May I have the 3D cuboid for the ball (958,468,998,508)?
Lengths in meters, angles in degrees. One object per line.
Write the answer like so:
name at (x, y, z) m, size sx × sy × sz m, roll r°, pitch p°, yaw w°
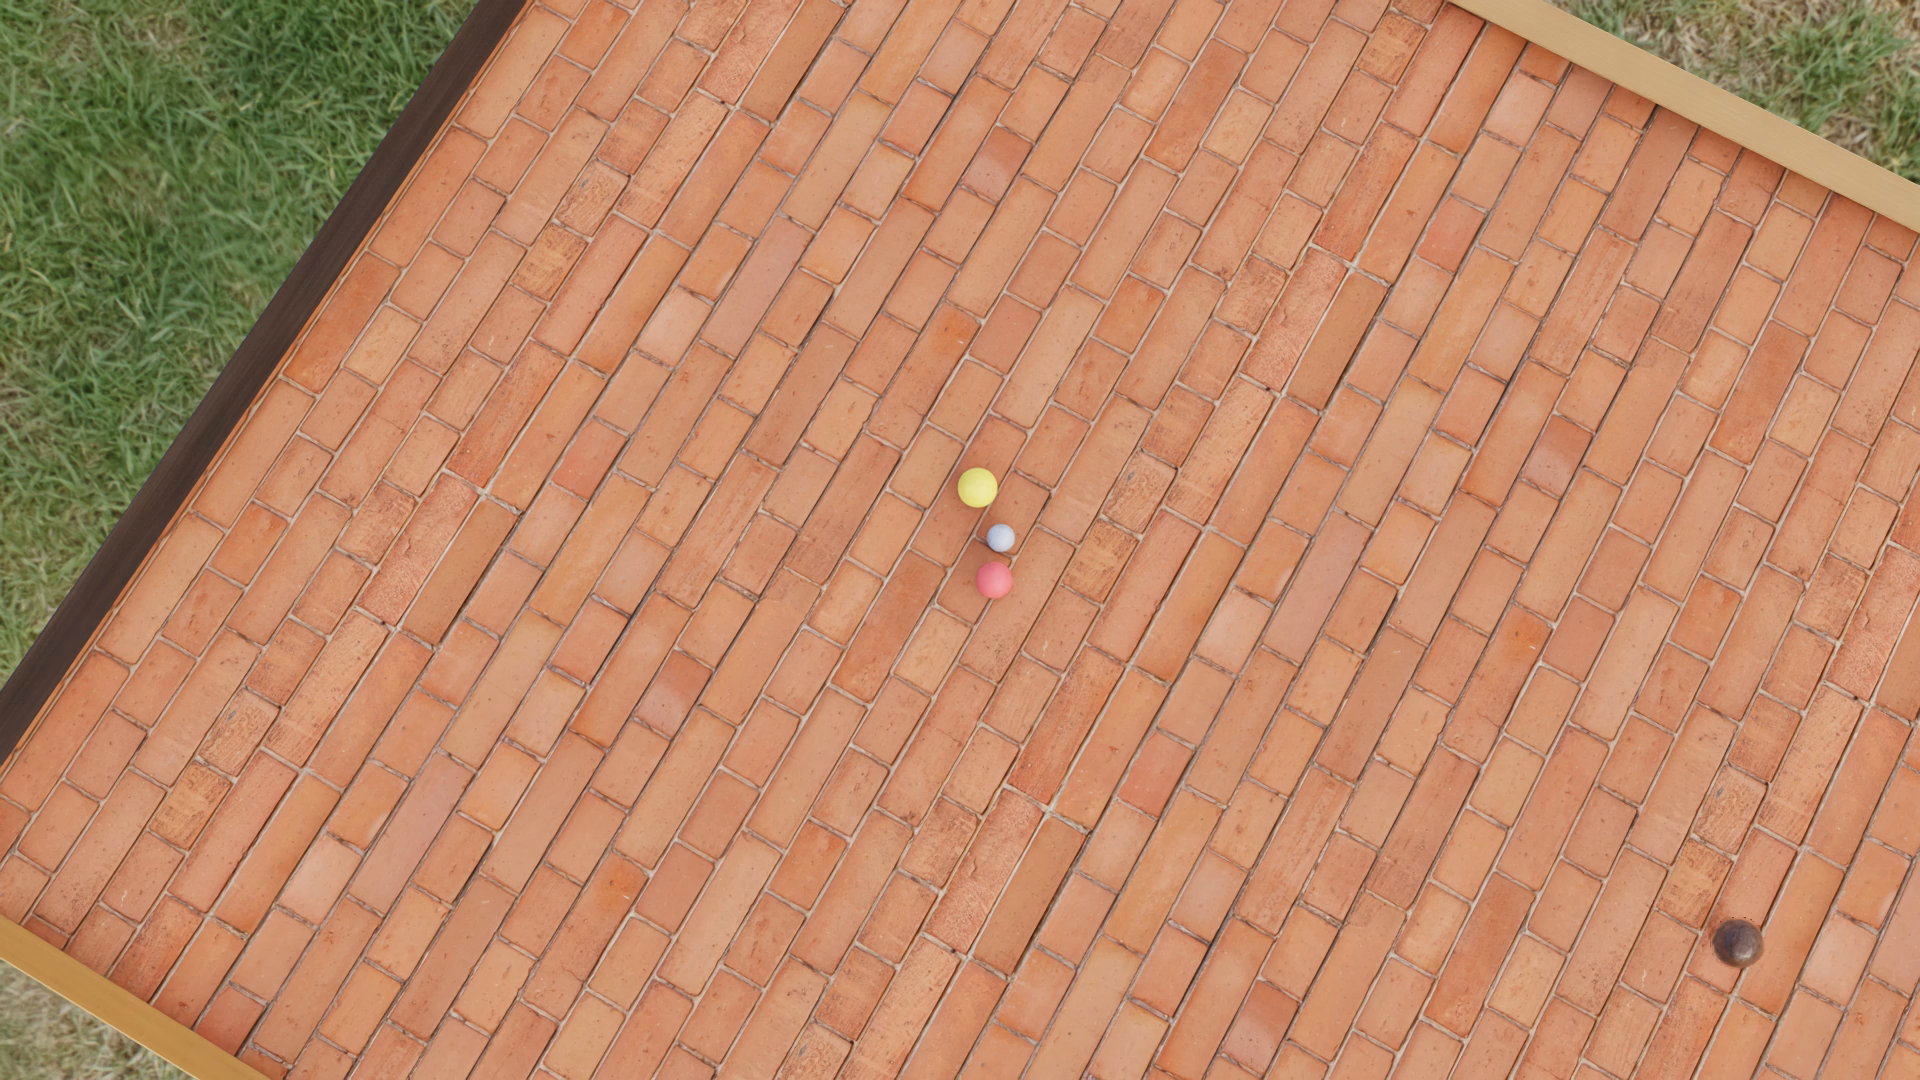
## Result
ball at (0.027, -0.081, 3.378) m, size 0.062 × 0.062 × 0.062 m, roll 0°, pitch 75°, yaw 0°

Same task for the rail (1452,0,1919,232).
rail at (1.555, -0.489, 3.472) m, size 4.422 × 0.092 × 0.045 m, roll 29°, pitch 77°, yaw 7°

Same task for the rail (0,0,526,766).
rail at (-0.941, -0.520, 3.481) m, size 0.045 × 0.092 × 2.453 m, roll 29°, pitch 77°, yaw 7°

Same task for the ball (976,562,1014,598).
ball at (0.052, 0.061, 3.342) m, size 0.057 × 0.057 × 0.057 m, roll 0°, pitch 75°, yaw 0°

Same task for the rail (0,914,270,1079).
rail at (0.368, 1.531, 2.923) m, size 4.422 × 0.092 × 0.045 m, roll 29°, pitch 77°, yaw 7°

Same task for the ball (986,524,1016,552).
ball at (0.063, -0.003, 3.366) m, size 0.044 × 0.044 × 0.044 m, roll 0°, pitch 75°, yaw 0°

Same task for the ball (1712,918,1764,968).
ball at (1.130, 0.586, 3.192) m, size 0.071 × 0.071 × 0.071 m, roll 0°, pitch 75°, yaw 0°
